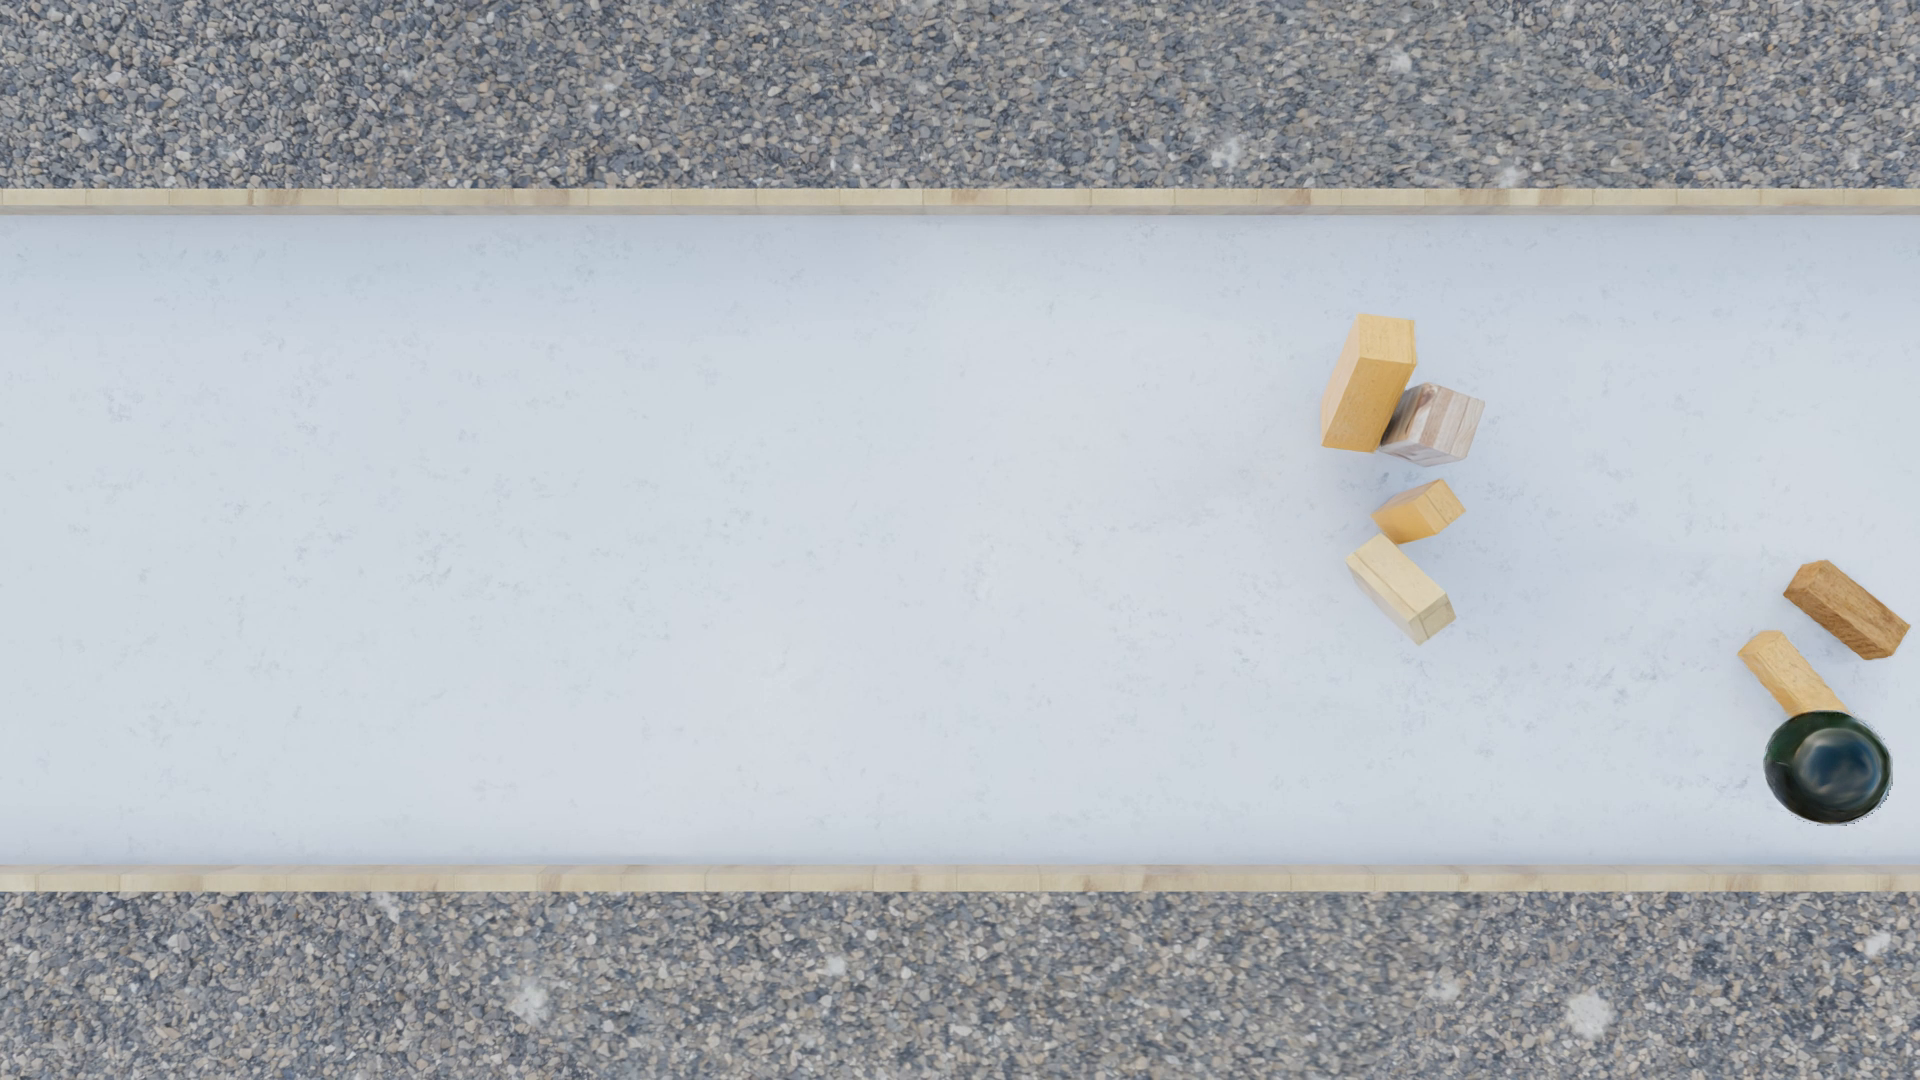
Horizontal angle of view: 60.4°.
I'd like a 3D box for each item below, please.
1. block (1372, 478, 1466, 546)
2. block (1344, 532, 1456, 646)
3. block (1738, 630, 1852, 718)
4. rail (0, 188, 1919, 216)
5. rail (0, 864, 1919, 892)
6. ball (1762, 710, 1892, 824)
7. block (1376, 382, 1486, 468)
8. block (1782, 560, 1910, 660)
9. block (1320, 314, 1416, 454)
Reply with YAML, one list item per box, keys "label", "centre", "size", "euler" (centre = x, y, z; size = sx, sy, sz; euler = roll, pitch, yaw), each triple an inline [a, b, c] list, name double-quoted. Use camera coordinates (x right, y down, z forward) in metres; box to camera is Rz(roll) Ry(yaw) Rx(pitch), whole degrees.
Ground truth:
- label: "block"
  centre: [1.363, -0.080, 4.916]
  size: [0.118, 0.303, 0.118]
  euler: [-37, 90, -11]
- label: "block"
  centre: [1.310, 0.144, 4.917]
  size: [0.138, 0.138, 0.313]
  euler: [-37, 45, 0]
- label: "block"
  centre: [2.579, 0.486, 5.019]
  size: [0.108, 0.108, 0.458]
  euler: [-41, 90, -4]
- label: "rail"
  centre: [-2.247, -1.025, 5.002]
  size: [12.000, 0.150, 0.050]
  euler: [0, 90, 0]
- label: "rail"
  centre: [-2.247, 1.025, 5.001]
  size: [12.000, 0.150, 0.050]
  euler: [0, 90, 0]
- label: "ball"
  centre: [2.535, 0.663, 4.826]
  size: [0.334, 0.334, 0.334]
  euler: [0, 90, 0]
- label: "block"
  centre: [1.375, -0.335, 4.859]
  size: [0.173, 0.432, 0.173]
  euler: [20, 90, 1]
- label: "block"
  centre: [2.690, 0.213, 5.006]
  size: [0.324, 0.118, 0.118]
  euler: [38, 77, 0]
- label: "block"
  centre: [1.196, -0.455, 4.853]
  size: [0.163, 0.427, 0.163]
  euler: [7, 57, 0]
